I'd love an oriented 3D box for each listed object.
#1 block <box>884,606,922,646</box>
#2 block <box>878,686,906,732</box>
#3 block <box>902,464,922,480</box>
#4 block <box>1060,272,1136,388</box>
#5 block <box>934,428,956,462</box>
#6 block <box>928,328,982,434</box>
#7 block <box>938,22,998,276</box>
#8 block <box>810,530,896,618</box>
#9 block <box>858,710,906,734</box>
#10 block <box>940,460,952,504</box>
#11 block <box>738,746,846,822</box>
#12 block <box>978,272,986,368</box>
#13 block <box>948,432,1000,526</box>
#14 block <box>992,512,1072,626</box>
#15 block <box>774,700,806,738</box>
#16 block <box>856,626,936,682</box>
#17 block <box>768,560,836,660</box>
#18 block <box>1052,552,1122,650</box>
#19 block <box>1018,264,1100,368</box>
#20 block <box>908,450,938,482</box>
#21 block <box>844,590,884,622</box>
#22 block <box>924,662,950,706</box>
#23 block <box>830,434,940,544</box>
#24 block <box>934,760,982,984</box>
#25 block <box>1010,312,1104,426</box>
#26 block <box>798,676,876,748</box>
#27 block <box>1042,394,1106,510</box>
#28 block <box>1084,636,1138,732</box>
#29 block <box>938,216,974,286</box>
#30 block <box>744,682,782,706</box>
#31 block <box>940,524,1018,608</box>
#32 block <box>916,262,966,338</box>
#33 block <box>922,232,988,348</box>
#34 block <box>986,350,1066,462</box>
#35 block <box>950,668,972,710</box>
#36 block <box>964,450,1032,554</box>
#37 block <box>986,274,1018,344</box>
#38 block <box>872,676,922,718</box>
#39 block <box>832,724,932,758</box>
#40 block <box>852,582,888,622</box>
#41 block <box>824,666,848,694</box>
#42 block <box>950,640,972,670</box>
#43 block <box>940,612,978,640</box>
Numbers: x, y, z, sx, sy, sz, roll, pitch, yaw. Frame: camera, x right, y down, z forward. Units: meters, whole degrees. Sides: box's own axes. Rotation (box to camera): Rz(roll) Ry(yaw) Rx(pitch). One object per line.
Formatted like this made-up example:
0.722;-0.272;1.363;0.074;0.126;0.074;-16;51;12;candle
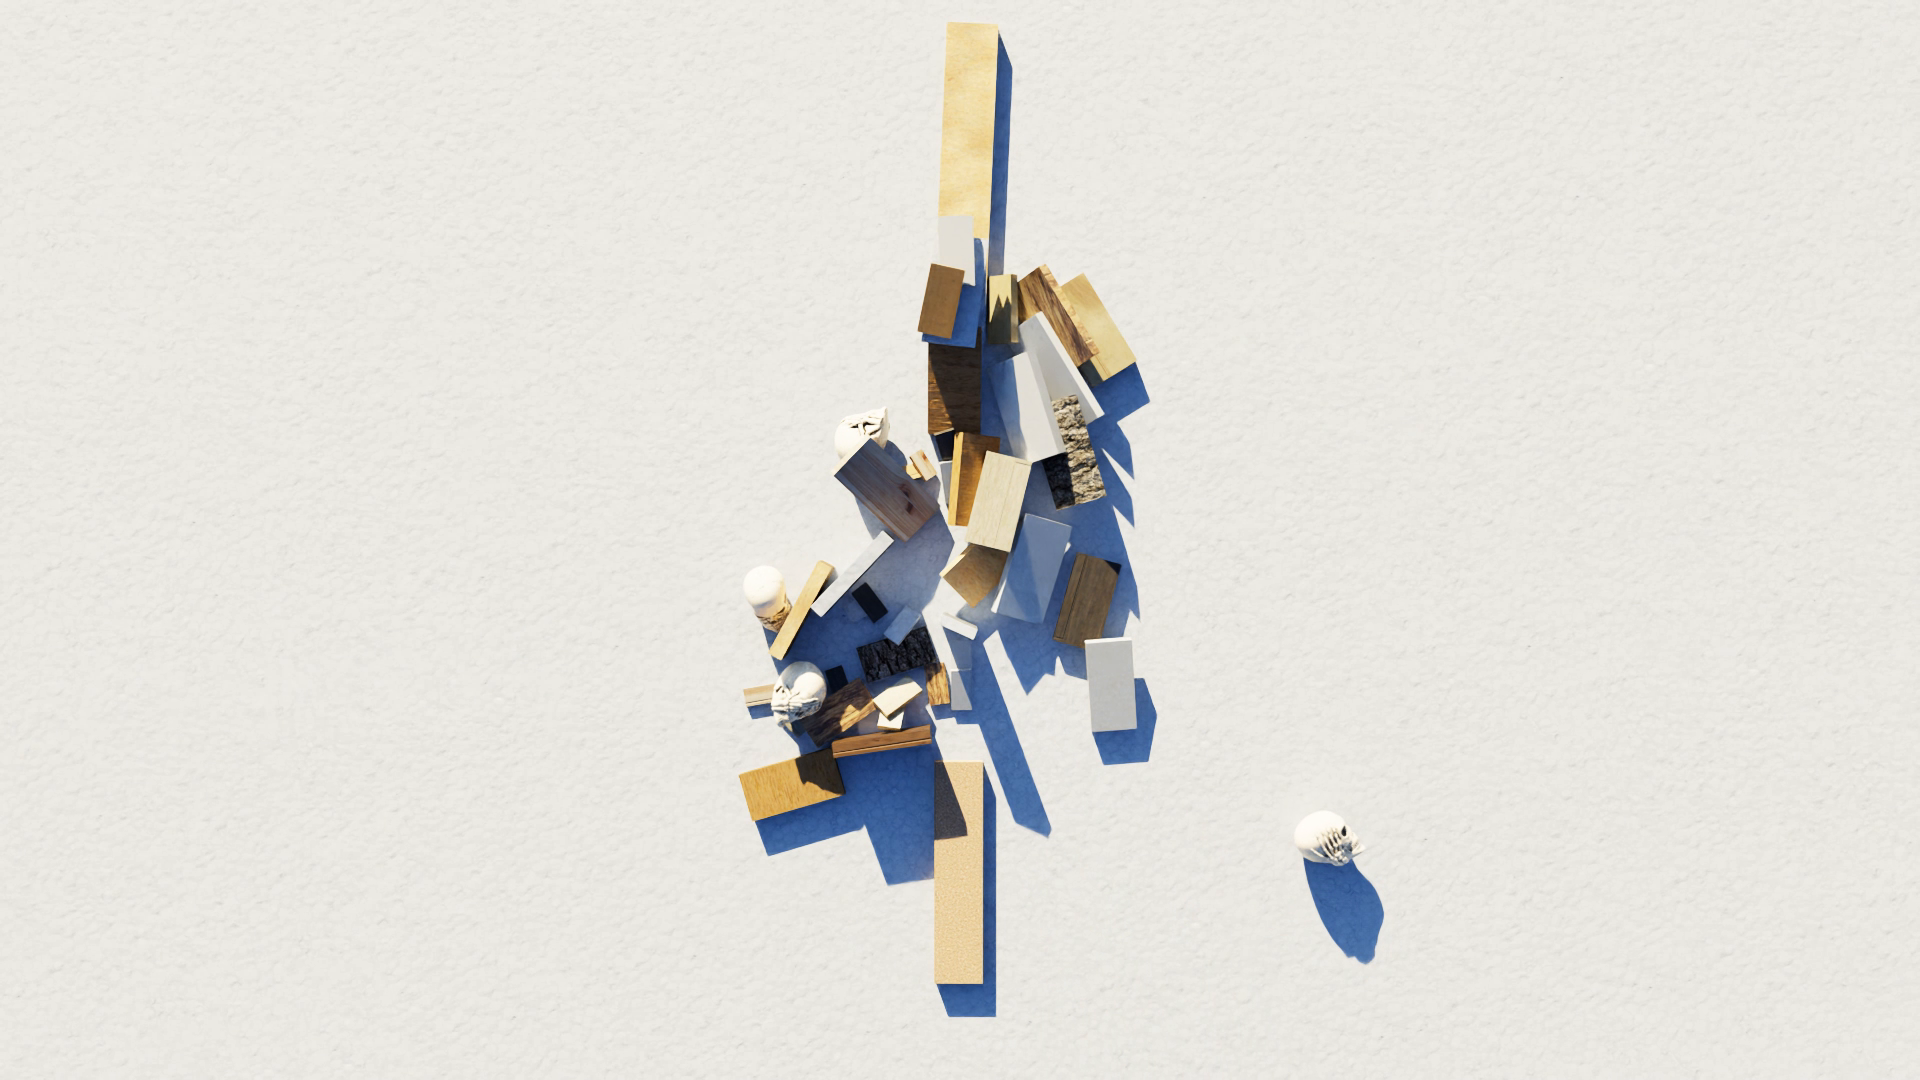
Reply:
-0.191;0.283;5.468;0.063;0.018;0.125;34;76;18;block
-0.221;0.557;5.445;0.075;0.021;0.149;7;54;5;block
-0.180;-0.220;5.485;0.098;0.014;0.049;-16;82;-6;block
0.424;-0.695;5.476;0.171;0.048;0.341;-32;90;0;block
-0.033;-0.298;5.461;0.069;0.020;0.139;-17;115;1;block
-0.018;-0.524;5.429;0.175;0.049;0.349;1;106;1;block
0.020;-1.213;5.476;0.171;0.048;0.994;3;90;0;block
-0.349;0.110;5.415;0.048;0.170;0.340;44;90;0;block
-0.263;0.600;5.489;0.156;0.021;0.075;-9;90;0;block
-0.024;-0.194;5.473;0.069;0.020;0.139;-9;103;-3;block
-0.556;0.810;5.477;0.320;0.045;0.160;-16;90;0;block
-0.004;-0.744;5.418;0.175;0.049;0.349;1;106;0;block
0.046;-0.195;5.438;0.153;0.043;0.305;5;90;-35;block
0.237;0.094;5.438;0.170;0.048;0.340;16;94;-19;block
-0.557;0.596;5.492;0.060;0.017;0.120;-42;90;0;block
-0.210;0.381;5.483;0.241;0.034;0.121;-18;90;0;block
-0.518;0.228;5.415;0.048;0.170;0.340;29;90;0;block
0.421;0.206;5.479;0.151;0.043;0.302;16;90;0;block
0.301;-0.716;5.428;0.171;0.048;0.341;-32;90;38;block
-0.122;-0.249;5.483;0.049;0.014;0.098;-33;90;-26;block
-0.319;0.220;5.491;0.125;0.018;0.063;-28;90;0;block
-0.077;0.478;5.490;0.068;0.019;0.136;-9;90;0;block
-0.242;-0.167;5.405;0.173;0.049;0.346;-46;115;0;block
-0.005;1.101;5.477;0.160;0.045;0.732;0;90;0;block
0.310;-0.543;5.435;0.151;0.043;0.394;-31;90;40;block
-0.403;0.571;5.463;0.241;0.034;0.121;-34;87;0;block
0.350;-0.287;5.424;0.173;0.049;0.346;-16;91;39;block
0.499;0.478;5.454;0.151;0.043;0.302;-4;100;0;block
-0.011;-0.924;5.282;0.111;0.031;0.222;-2;93;0;block
-0.657;0.515;5.492;0.120;0.017;0.060;-10;90;0;block
0.097;0.063;5.455;0.305;0.043;0.153;-44;109;0;block
-0.060;-0.764;5.267;0.111;0.031;0.222;12;104;0;block
-0.016;-0.804;5.328;0.175;0.049;0.349;7;93;0;block
0.218;-0.430;5.427;0.173;0.049;0.347;-17;90;39;block
0.005;0.497;5.477;0.068;0.019;0.136;-1;102;0;block
0.126;-0.124;5.393;0.153;0.043;0.305;14;84;3;block
0.140;-0.761;5.444;0.031;0.111;0.222;-3;94;-43;block
-0.207;0.517;5.447;0.149;0.021;0.075;-35;64;-23;block
-0.254;0.660;5.420;0.320;0.160;0.045;-8;90;0;block
-0.299;0.208;5.473;0.063;0.018;0.125;-37;90;0;block
-0.402;0.483;5.492;0.060;0.017;0.120;-20;90;0;block
0.003;0.402;5.490;0.068;0.019;0.136;-1;90;0;block
-0.005;0.278;5.379;0.121;0.241;0.034;24;90;0;block
